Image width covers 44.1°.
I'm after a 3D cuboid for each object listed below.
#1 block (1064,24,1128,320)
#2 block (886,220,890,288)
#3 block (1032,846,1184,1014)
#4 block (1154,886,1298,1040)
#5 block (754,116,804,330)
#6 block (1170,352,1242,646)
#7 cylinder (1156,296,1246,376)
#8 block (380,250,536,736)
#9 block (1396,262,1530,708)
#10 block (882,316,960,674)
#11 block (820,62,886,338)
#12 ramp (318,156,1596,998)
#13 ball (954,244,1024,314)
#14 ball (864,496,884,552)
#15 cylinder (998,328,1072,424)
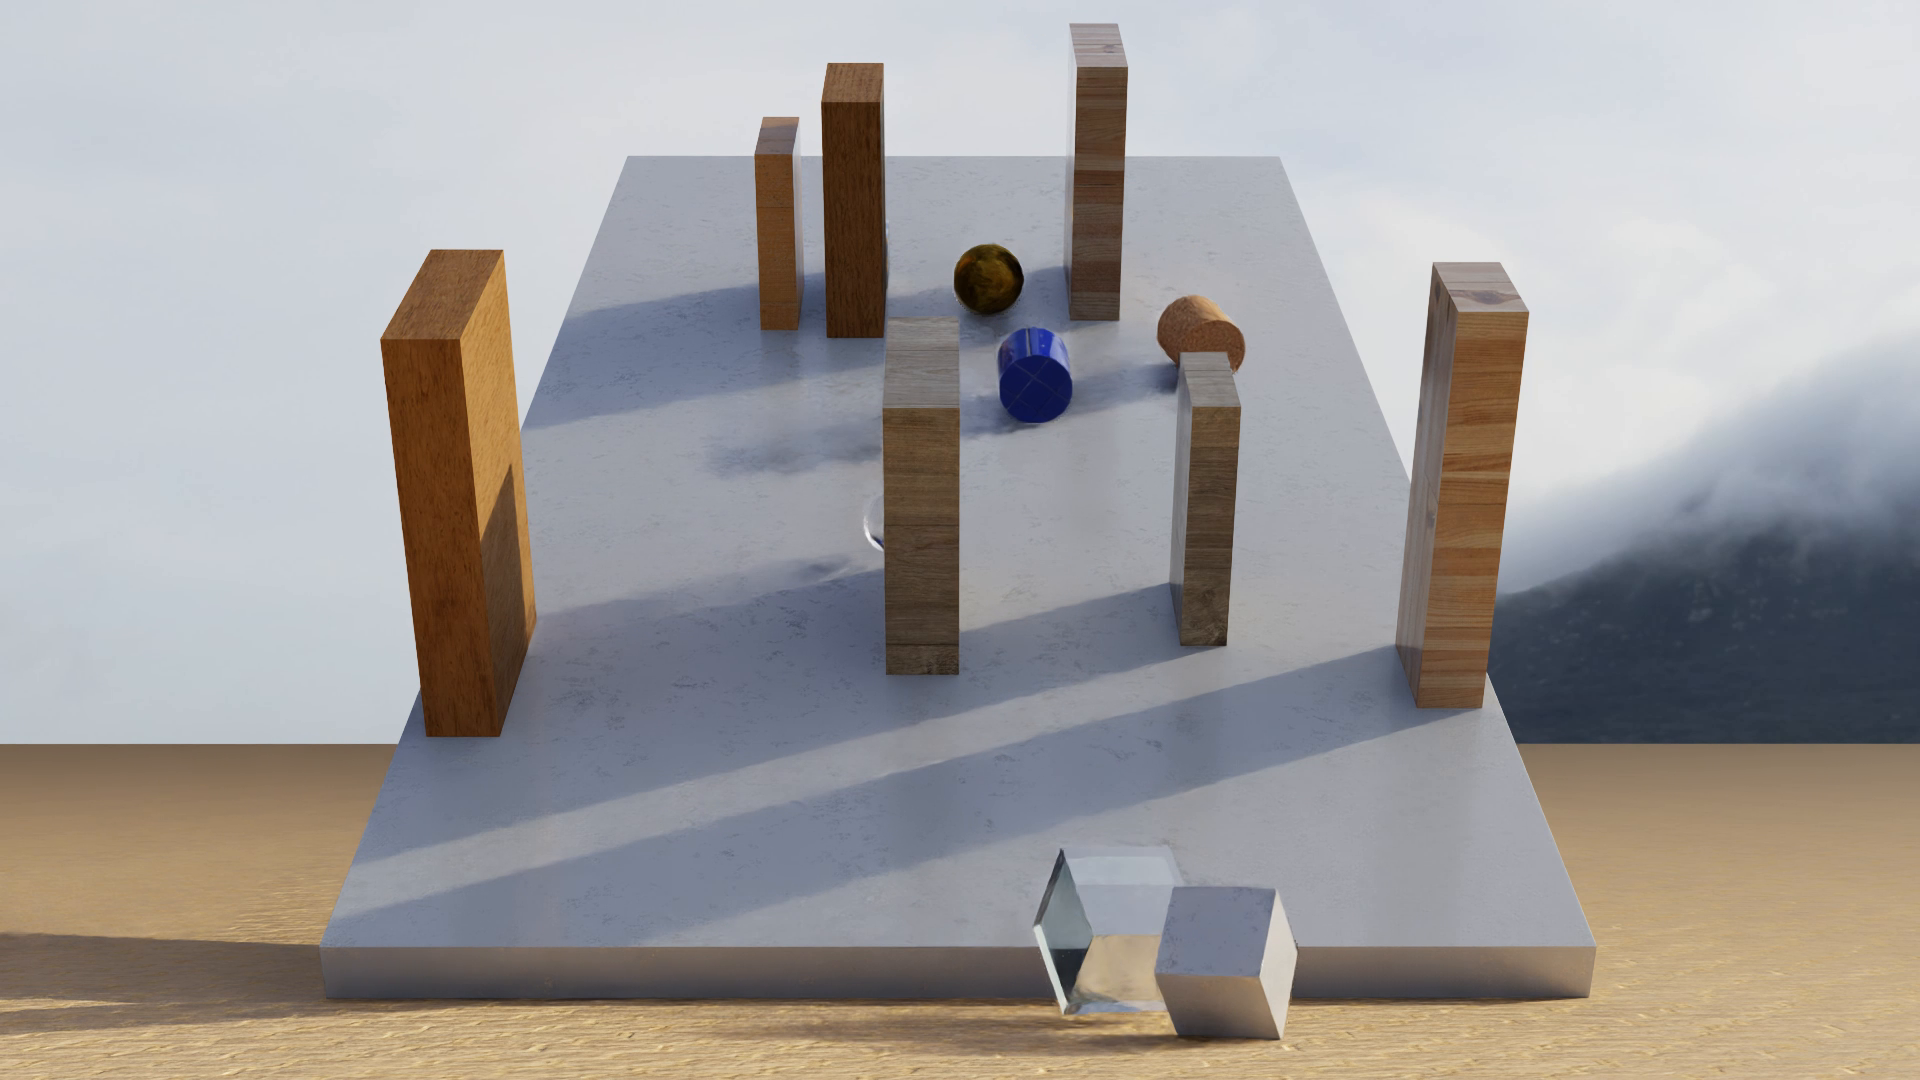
[{"bbox_3d":[0.345,-0.948,6.095,0.125,0.662,0.407,0,27,0],"label":"block"},{"bbox_3d":[-0.260,-0.760,6.294,0.142,0.142,0.142,0,27,0],"label":"block"},{"bbox_3d":[0.227,0.566,3.449,0.169,0.169,0.169,2,39,-19],"label":"block"},{"bbox_3d":[0.367,0.580,3.257,0.147,0.147,0.147,-2,-46,22],"label":"block"},{"bbox_3d":[-0.457,-0.808,6.035,0.094,0.461,0.313,0,27,0],"label":"block"},{"bbox_3d":[0.469,-0.079,4.565,0.089,0.502,0.261,0,27,0],"label":"block"},{"bbox_3d":[0.582,-0.483,5.726,0.169,0.169,0.169,1,26,-16],"label":"cylinder"},{"bbox_3d":[-0.893,-0.086,4.278,0.132,0.769,0.431,0,27,0],"label":"block"},{"bbox_3d":[0.900,-0.093,4.288,0.120,0.780,0.240,0,27,0],"label":"block"},{"bbox_3d":[-0.071,-0.090,4.533,0.137,0.547,0.440,0,27,0],"label":"block"},{"bbox_3d":[-0.264,-0.856,5.971,0.142,0.607,0.344,0,27,0],"label":"block"},{"bbox_3d":[-0.011,-0.226,5.515,2.000,0.100,4.000,0,27,0],"label":"ramp"},{"bbox_3d":[0.072,-0.669,6.075,0.180,0.180,0.180,0,-5,0],"label":"ball"},{"bbox_3d":[-0.133,-0.033,4.882,0.129,0.129,0.129,0,-5,0],"label":"ball"},{"bbox_3d":[0.173,-0.385,5.529,0.170,0.170,0.170,0,27,-1],"label":"cylinder"}]
